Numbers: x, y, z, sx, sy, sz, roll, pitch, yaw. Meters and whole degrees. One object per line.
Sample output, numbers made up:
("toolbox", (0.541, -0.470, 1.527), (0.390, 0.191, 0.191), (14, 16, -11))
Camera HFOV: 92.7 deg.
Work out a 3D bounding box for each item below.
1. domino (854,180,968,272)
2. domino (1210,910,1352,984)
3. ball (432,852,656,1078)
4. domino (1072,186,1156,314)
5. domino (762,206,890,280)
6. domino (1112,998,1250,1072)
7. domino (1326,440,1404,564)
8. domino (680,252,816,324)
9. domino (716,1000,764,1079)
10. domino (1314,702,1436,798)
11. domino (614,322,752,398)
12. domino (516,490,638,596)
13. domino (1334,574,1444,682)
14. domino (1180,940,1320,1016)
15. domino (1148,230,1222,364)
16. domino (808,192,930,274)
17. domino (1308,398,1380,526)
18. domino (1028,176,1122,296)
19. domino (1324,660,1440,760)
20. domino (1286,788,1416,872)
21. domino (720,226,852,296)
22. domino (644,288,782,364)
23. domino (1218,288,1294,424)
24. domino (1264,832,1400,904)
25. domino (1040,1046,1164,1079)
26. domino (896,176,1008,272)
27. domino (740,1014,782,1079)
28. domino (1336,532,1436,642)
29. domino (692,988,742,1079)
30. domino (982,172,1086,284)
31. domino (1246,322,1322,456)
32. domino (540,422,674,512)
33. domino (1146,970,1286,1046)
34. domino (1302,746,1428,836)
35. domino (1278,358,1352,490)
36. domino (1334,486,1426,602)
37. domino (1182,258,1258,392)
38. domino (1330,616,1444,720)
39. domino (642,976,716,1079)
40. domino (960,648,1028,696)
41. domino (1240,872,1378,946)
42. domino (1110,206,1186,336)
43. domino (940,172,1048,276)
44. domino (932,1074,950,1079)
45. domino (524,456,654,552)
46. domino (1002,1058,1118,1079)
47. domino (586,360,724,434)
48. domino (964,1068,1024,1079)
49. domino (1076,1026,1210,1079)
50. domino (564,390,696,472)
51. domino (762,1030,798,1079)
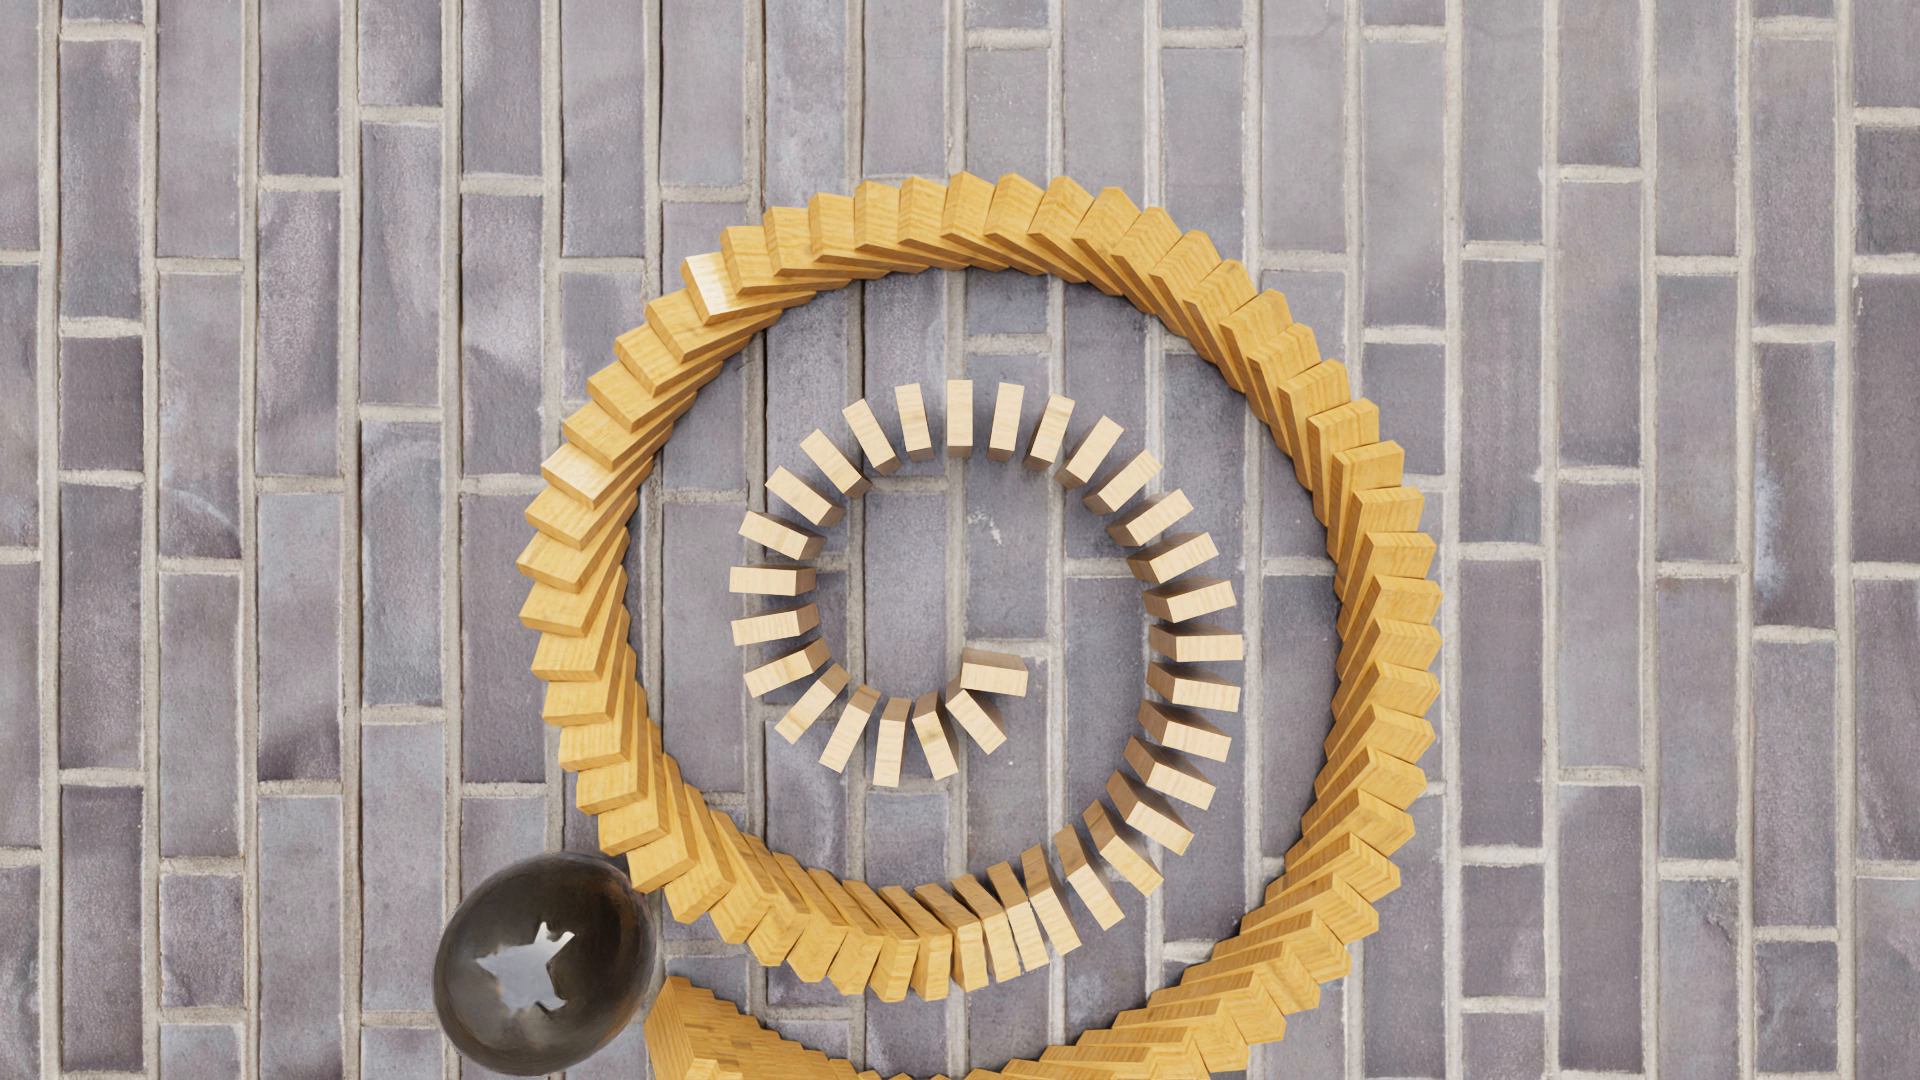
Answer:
("domino", (-0.019, -0.130, 0.382), (0.050, 0.009, 0.025), (1, 90, -34))
("domino", (0.133, 0.175, 0.382), (0.050, 0.009, 0.025), (-39, 90, 34))
("ball", (-0.161, 0.165, 0.360), (0.080, 0.080, 0.080), (0, 90, 0))
("domino", (0.071, -0.120, 0.382), (0.050, 0.010, 0.025), (34, 90, -35))
("domino", (-0.055, -0.123, 0.382), (0.050, 0.009, 0.025), (-9, 89, -34))
("domino", (0.092, 0.208, 0.382), (0.050, 0.009, 0.025), (-29, 90, 34))
("domino", (0.168, -0.015, 0.382), (0.025, 0.010, 0.050), (-13, 125, 0))
("domino", (-0.088, -0.108, 0.382), (0.050, 0.009, 0.025), (-23, 90, -35))
("domino", (-0.096, 0.217, 0.376), (0.010, 0.050, 0.025), (26, 90, -32))
("domino", (0.172, 0.092, 0.382), (0.025, 0.009, 0.050), (18, 124, 0))
("domino", (-0.115, -0.082, 0.382), (0.025, 0.010, 0.050), (50, 56, 0))
("domino", (-0.158, -0.004, 0.382), (0.025, 0.010, 0.050), (21, 55, 0))
("domino", (0.178, 0.039, 0.382), (0.025, 0.010, 0.050), (6, 124, 0))
("domino", (0.120, 0.186, 0.382), (0.050, 0.009, 0.025), (-36, 90, 34))
("domino", (0.102, -0.101, 0.382), (0.025, 0.009, 0.050), (-45, 124, 0))
("domino", (-0.037, -0.127, 0.382), (0.050, 0.009, 0.025), (-5, 90, -34))
("domino", (0.160, -0.032, 0.382), (0.025, 0.010, 0.050), (-20, 125, 0))
("domino", (0.053, -0.126, 0.382), (0.050, 0.009, 0.025), (25, 90, -35))
("domino", (0.175, 0.074, 0.382), (0.025, 0.009, 0.050), (14, 124, 0))
("domino", (0.161, 0.127, 0.382), (0.025, 0.010, 0.050), (28, 124, 0))
("domino", (-0.072, -0.117, 0.382), (0.050, 0.009, 0.025), (-15, 89, -35))
("domino", (-0.102, -0.095, 0.382), (0.050, 0.009, 0.025), (-35, 90, -35))
("domino", (0.129, -0.076, 0.382), (0.025, 0.009, 0.050), (-35, 124, 0))
("domino", (0.154, 0.144, 0.382), (0.025, 0.010, 0.050), (37, 125, 0))
("domino", (0.060, 0.226, 0.382), (0.050, 0.010, 0.025), (-21, 90, 34))
("domino", (-0.001, -0.131, 0.382), (0.050, 0.009, 0.025), (5, 90, -34))
("domino", (-0.087, 0.223, 0.376), (0.009, 0.050, 0.025), (26, 90, -32))
("domino", (0.177, 0.020, 0.382), (0.025, 0.009, 0.050), (1, 124, 0))
("domino", (-0.106, 0.212, 0.376), (0.009, 0.050, 0.025), (26, 90, -32))
("domino", (0.035, -0.129, 0.382), (0.050, 0.009, 0.025), (16, 90, -34))
("domino", (0.139, -0.062, 0.382), (0.025, 0.010, 0.050), (-33, 124, 0))
("domino", (-0.146, -0.038, 0.382), (0.025, 0.009, 0.050), (34, 55, 0))
("domino", (0.106, 0.198, 0.382), (0.050, 0.009, 0.025), (-32, 90, 34))
("domino", (0.167, 0.110, 0.382), (0.025, 0.009, 0.050), (23, 124, 0))
("domino", (0.150, -0.047, 0.382), (0.025, 0.009, 0.050), (-27, 124, 0))
("domino", (0.174, 0.002, 0.382), (0.025, 0.010, 0.050), (-5, 124, 0))
("domino", (0.115, -0.089, 0.382), (0.025, 0.010, 0.050), (-42, 124, 0))
("domino", (0.177, 0.056, 0.382), (0.025, 0.010, 0.050), (9, 124, 0))
("domino", (-0.116, 0.207, 0.376), (0.009, 0.050, 0.025), (26, 90, -32))
("domino", (0.013, 0.053, 0.375), (0.025, 0.050, 0.009), (8, 90, 0))
("domino", (0.145, 0.160, 0.382), (0.025, 0.009, 0.050), (43, 124, 0))
("domino", (0.087, -0.111, 0.382), (0.050, 0.010, 0.025), (39, 90, -34))
("domino", (0.017, -0.131, 0.382), (0.050, 0.010, 0.025), (11, 90, -34))
("domino", (0.008, 0.246, 0.382), (0.050, 0.010, 0.025), (3, 90, 35))
("domino", (-0.153, -0.021, 0.382), (0.025, 0.009, 0.050), (28, 55, 0))
("domino", (0.043, 0.234, 0.382), (0.050, 0.010, 0.025), (-14, 90, 34))
("domino", (-0.126, -0.068, 0.382), (0.025, 0.010, 0.050), (44, 56, 0))
("domino", (0.026, 0.240, 0.382), (0.050, 0.010, 0.025), (-10, 90, 34))
("domino", (0.076, 0.218, 0.382), (0.050, 0.010, 0.025), (-23, 90, 34))
("domino", (-0.137, -0.053, 0.382), (0.025, 0.010, 0.050), (38, 56, 0))
("domino", (-0.077, 0.230, 0.376), (0.009, 0.050, 0.025), (26, 91, -32))
